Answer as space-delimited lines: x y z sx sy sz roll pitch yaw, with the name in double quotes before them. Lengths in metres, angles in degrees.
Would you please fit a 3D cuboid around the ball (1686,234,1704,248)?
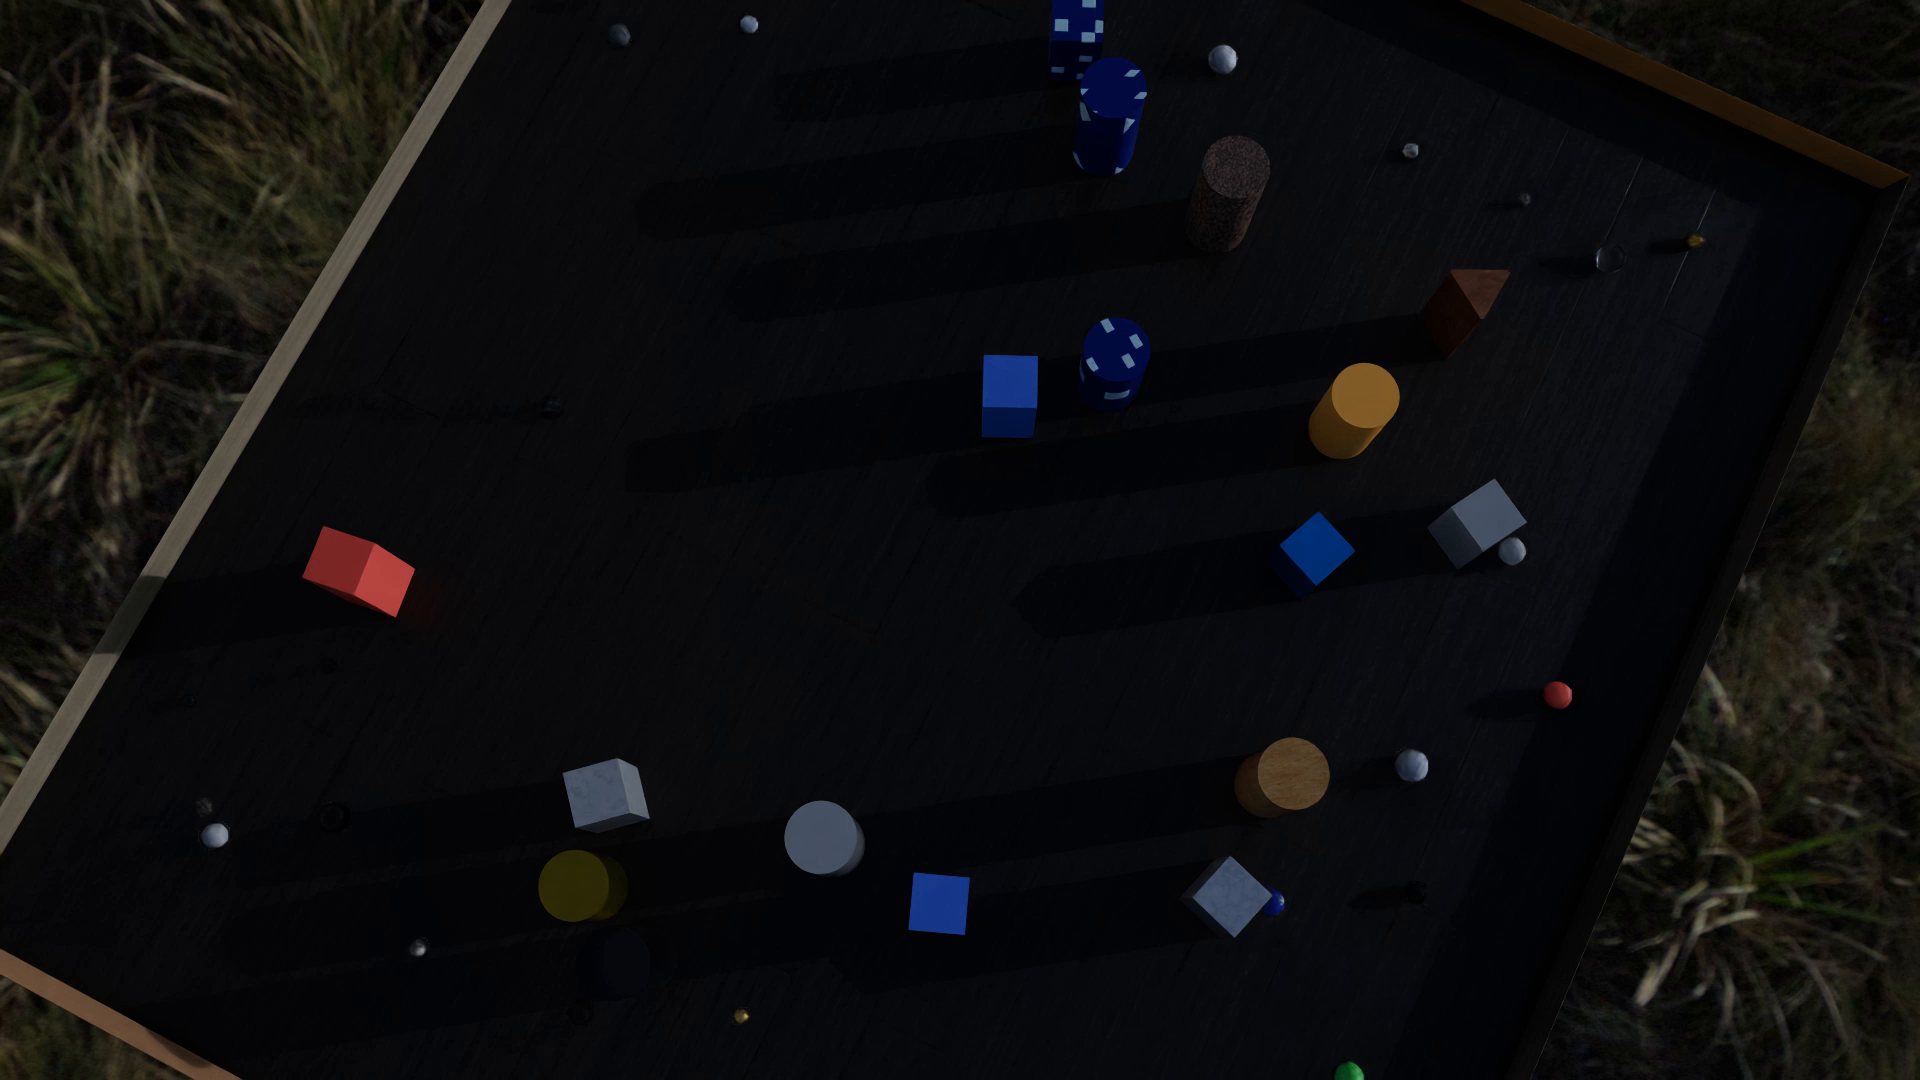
"ball" 2.322 -0.944 5.787 0.049 0.049 0.049 0 78 0

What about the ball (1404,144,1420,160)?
"ball" 1.440 -1.241 5.848 0.050 0.050 0.050 0 78 0

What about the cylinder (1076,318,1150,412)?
"cylinder" 0.463 -0.528 5.558 0.198 0.329 0.198 0 78 0

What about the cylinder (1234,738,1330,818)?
"cylinder" 0.916 0.686 5.248 0.198 0.443 0.198 0 78 0

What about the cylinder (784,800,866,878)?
"cylinder" -0.379 0.854 5.205 0.198 0.459 0.198 0 78 0

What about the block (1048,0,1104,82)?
"block" 0.365 -1.589 5.805 0.158 0.275 0.158 2 78 0

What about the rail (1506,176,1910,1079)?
"rail" 1.891 0.933 5.357 0.045 0.129 4.727 26 80 5

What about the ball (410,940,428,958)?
"ball" -1.580 1.190 5.344 0.052 0.052 0.052 0 78 0

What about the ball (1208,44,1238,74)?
"ball" 0.844 -1.545 5.889 0.093 0.093 0.093 0 78 0

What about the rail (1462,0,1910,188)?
"rail" 1.046 -2.042 5.973 4.277 0.129 0.045 26 80 5

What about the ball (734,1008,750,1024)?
"ball" -0.632 1.380 5.308 0.045 0.045 0.045 0 78 0

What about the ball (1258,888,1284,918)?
"ball" 0.906 1.059 5.353 0.083 0.083 0.083 0 78 0

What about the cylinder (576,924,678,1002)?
"cylinder" -0.925 1.178 5.127 0.198 0.481 0.198 0 78 0

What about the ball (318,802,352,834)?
"ball" -1.843 0.818 5.399 0.095 0.095 0.095 0 78 0

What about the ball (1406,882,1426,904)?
"ball" 1.336 1.036 5.371 0.061 0.061 0.061 0 78 0

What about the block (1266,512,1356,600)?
"block" 1.046 0.049 5.482 0.158 0.245 0.158 -40 81 -8

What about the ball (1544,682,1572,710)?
"ball" 1.787 0.464 5.477 0.084 0.084 0.084 0 78 0

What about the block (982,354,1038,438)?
"block" 0.148 -0.430 5.531 0.158 0.342 0.158 1 78 0

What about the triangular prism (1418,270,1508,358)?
"triangular prism" 1.506 -0.715 5.566 0.148 0.389 0.171 30 80 6

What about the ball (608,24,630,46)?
"ball" -1.102 -1.630 5.917 0.073 0.073 0.073 0 78 0

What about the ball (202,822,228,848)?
"ball" -2.195 0.871 5.398 0.075 0.075 0.075 0 78 0

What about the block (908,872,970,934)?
"block" -0.058 1.046 5.268 0.158 0.259 0.158 5 78 1

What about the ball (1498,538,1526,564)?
"ball" 1.674 0.034 5.558 0.083 0.083 0.083 0 78 0

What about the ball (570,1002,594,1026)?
"ball" -1.095 1.371 5.298 0.068 0.068 0.068 0 78 0

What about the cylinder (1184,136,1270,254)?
"cylinder" 0.812 -1.050 5.603 0.198 0.453 0.198 0 78 0

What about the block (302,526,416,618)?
"block" -1.765 0.097 5.396 0.158 0.393 0.158 18 79 4

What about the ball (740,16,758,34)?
"ball" -0.682 -1.669 5.933 0.057 0.057 0.057 0 78 0

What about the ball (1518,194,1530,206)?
"ball" 1.791 -1.080 5.819 0.042 0.042 0.042 0 78 0

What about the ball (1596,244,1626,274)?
"ball" 2.043 -0.882 5.752 0.092 0.092 0.092 0 78 0

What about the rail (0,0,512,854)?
"rail" -1.891 -0.919 5.740 0.045 0.129 4.727 26 80 5

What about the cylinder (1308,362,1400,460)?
"cylinder" 1.180 -0.383 5.508 0.198 0.367 0.198 0 78 0

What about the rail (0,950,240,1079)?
"rail" -1.046 2.056 5.124 4.277 0.129 0.045 26 80 5

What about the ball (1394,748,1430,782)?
"ball" 1.339 0.669 5.428 0.099 0.099 0.099 0 78 0

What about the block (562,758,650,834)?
"block" -1.019 0.742 5.296 0.158 0.328 0.158 -15 79 -3

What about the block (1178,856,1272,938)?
"block" 0.755 1.021 5.240 0.158 0.324 0.158 43 81 8

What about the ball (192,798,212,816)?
"ball" -2.242 0.790 5.424 0.057 0.057 0.057 0 78 0

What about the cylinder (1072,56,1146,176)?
"cylinder" 0.458 -1.303 5.665 0.198 0.433 0.198 0 78 0

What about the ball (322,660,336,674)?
"ball" -1.898 0.380 5.516 0.043 0.043 0.043 0 78 0

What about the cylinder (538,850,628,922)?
"cylinder" -1.076 0.994 5.255 0.198 0.306 0.198 0 78 0

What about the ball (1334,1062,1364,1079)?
"ball" 1.116 1.541 5.255 0.085 0.085 0.085 0 78 0

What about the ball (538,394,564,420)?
"ball" -1.262 -0.411 5.661 0.080 0.080 0.080 0 78 0

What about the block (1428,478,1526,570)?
"block" 1.542 -0.045 5.481 0.158 0.284 0.158 -33 80 -6
